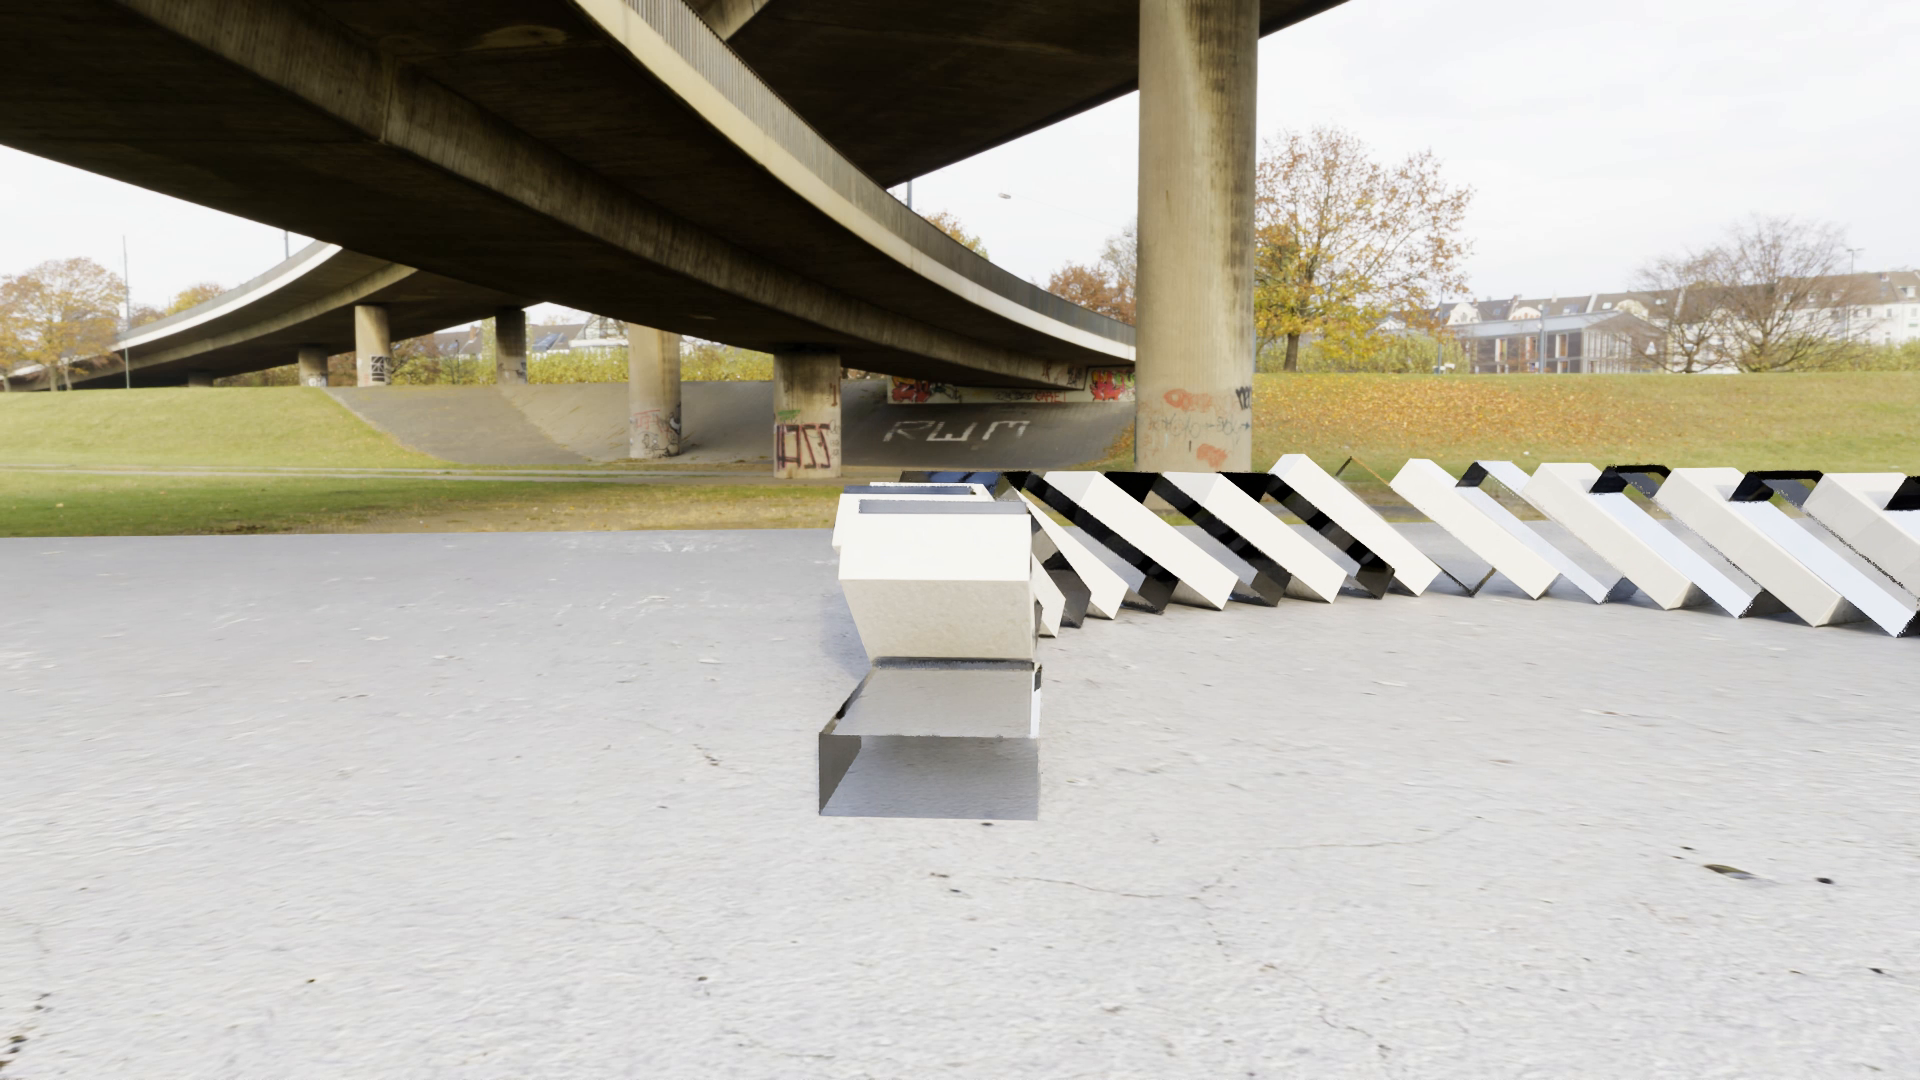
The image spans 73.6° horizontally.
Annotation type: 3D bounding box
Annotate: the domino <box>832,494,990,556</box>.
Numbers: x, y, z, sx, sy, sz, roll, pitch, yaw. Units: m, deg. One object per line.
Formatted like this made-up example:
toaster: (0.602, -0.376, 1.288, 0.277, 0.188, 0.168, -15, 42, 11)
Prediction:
domino: (-0.004, 0.008, 0.231, 0.025, 0.010, 0.050, 1, -27, 13)

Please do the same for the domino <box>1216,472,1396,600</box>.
domino: (0.093, -0.001, 0.353, 0.050, 0.009, 0.025, 34, -10, -23)

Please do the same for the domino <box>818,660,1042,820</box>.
domino: (-0.002, 0.025, 0.170, 0.025, 0.010, 0.050, 0, 4, 4)

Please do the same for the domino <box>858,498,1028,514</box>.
domino: (-0.001, 0.010, 0.211, 0.025, 0.010, 0.050, 1, -27, 4)

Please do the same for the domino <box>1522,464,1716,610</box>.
domino: (0.180, -0.002, 0.347, 0.025, 0.010, 0.050, -2, 41, -35)

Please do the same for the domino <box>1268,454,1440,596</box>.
domino: (0.111, -0.005, 0.368, 0.050, 0.009, 0.025, 40, 4, -1)

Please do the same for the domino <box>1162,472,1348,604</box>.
domino: (0.077, -0.001, 0.344, 0.050, 0.009, 0.025, 34, -10, -23)

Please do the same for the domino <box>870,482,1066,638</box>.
domino: (0.002, 0.005, 0.269, 0.025, 0.010, 0.050, 2, -28, 27)

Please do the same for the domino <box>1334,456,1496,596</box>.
domino: (0.131, -0.005, 0.371, 0.050, 0.010, 0.025, 41, 15, 14)

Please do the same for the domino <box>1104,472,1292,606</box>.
domino: (0.061, 0.000, 0.337, 0.050, 0.009, 0.025, 34, -11, -23)

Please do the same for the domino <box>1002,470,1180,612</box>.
domino: (0.028, 0.000, 0.321, 0.050, 0.010, 0.025, 34, -13, -23)

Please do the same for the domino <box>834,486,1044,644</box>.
domino: (-0.003, 0.006, 0.251, 0.025, 0.009, 0.050, 1, -28, 21)

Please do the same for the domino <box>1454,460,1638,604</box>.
domino: (0.166, -0.003, 0.359, 0.025, 0.010, 0.050, -3, 41, -45)

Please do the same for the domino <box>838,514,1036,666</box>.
domino: (-0.002, 0.012, 0.192, 0.025, 0.010, 0.050, 0, -26, 4)

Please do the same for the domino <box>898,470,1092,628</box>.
domino: (0.008, 0.003, 0.287, 0.025, 0.010, 0.050, 3, -30, 33)

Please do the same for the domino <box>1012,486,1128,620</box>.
domino: (0.015, 0.001, 0.307, 0.050, 0.009, 0.025, 38, -20, -33)

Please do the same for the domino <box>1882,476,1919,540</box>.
domino: (0.225, 0.005, 0.269, 0.025, 0.010, 0.050, -1, 38, -15)

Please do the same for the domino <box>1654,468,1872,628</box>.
domino: (0.201, 0.001, 0.318, 0.025, 0.009, 0.050, -2, 39, -27)

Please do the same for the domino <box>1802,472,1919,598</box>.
domino: (0.218, 0.003, 0.286, 0.025, 0.009, 0.050, -1, 38, -18)

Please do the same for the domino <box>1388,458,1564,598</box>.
domino: (0.149, -0.004, 0.367, 0.050, 0.010, 0.025, 44, 24, 23)

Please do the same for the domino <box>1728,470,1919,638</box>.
domino: (0.211, 0.002, 0.302, 0.025, 0.010, 0.050, -2, 39, -22)

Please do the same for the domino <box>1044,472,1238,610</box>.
domino: (0.045, 0.000, 0.329, 0.050, 0.010, 0.025, 34, -12, -23)

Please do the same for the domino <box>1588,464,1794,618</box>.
domino: (0.192, -0.001, 0.333, 0.025, 0.010, 0.050, -2, 40, -30)
